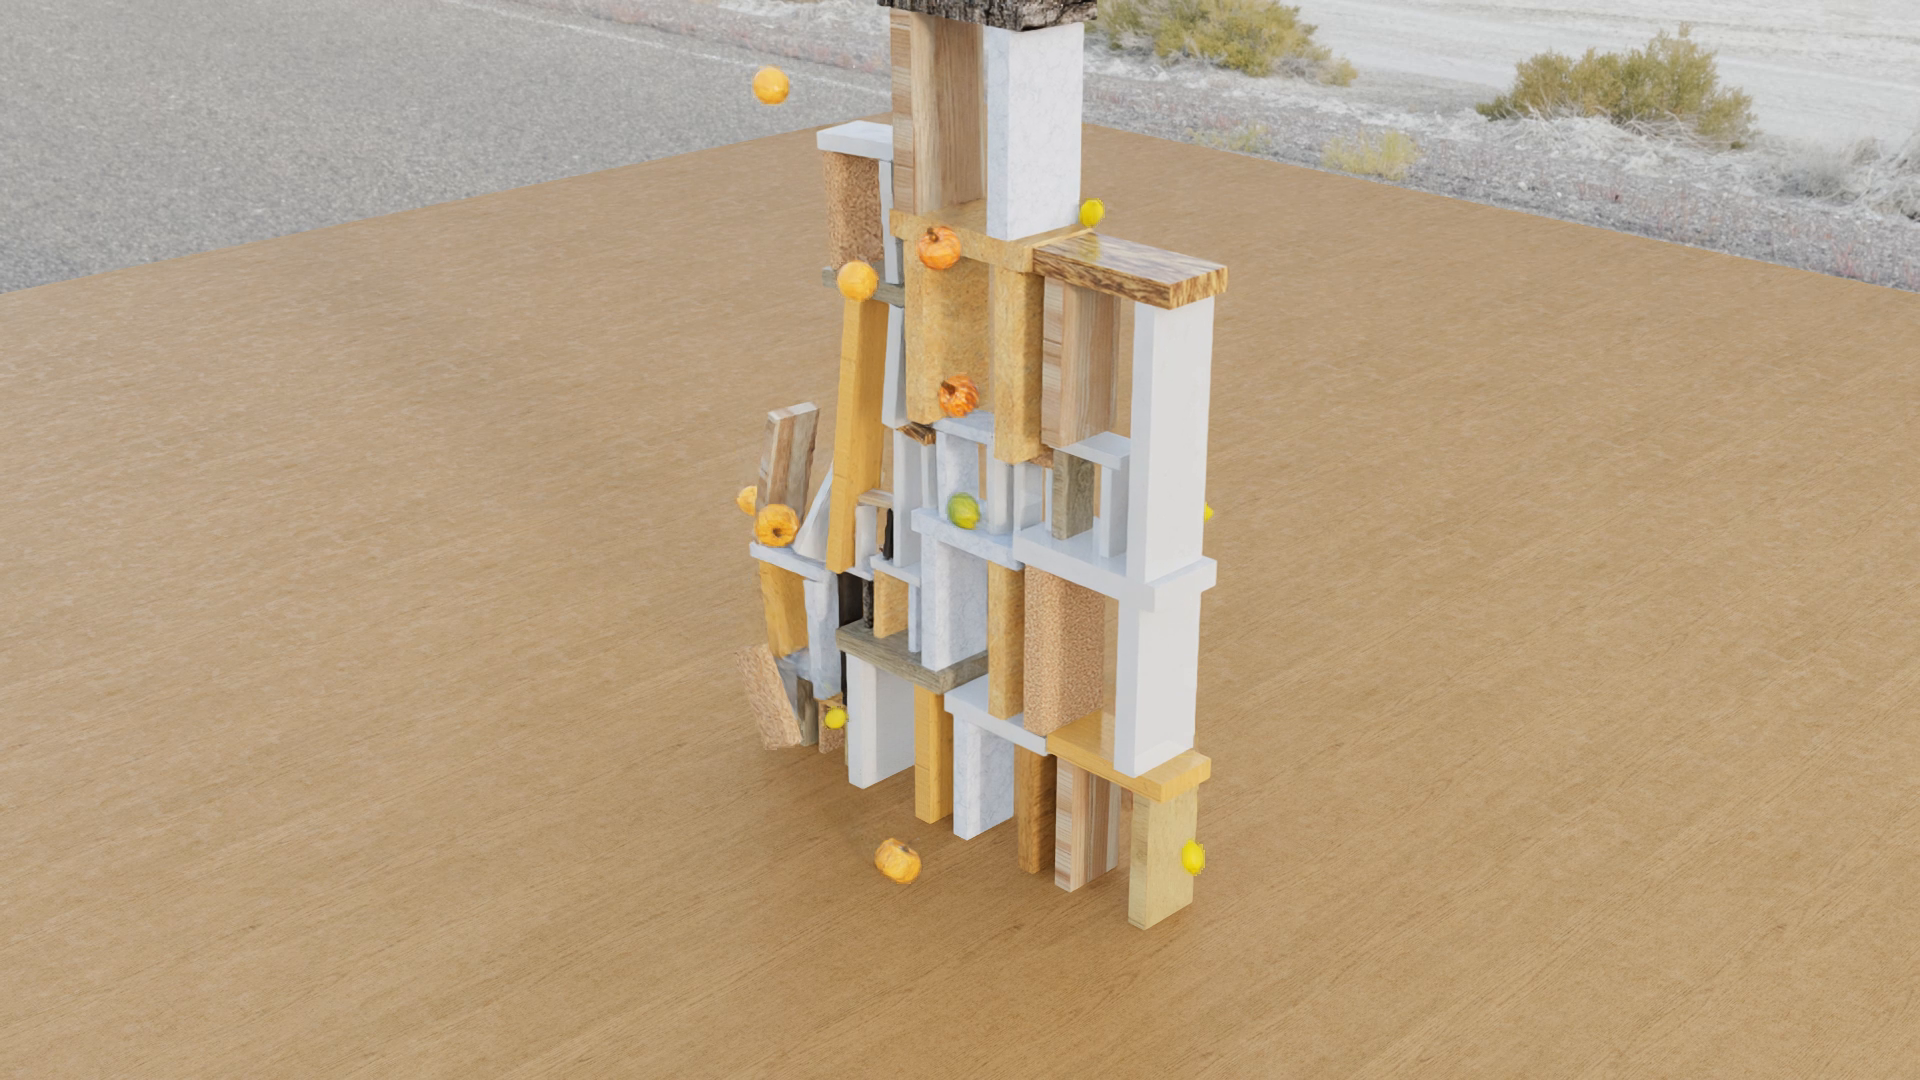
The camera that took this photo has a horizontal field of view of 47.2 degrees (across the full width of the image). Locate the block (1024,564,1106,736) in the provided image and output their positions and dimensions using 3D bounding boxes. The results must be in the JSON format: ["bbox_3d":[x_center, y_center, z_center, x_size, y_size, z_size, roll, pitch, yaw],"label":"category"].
[{"bbox_3d":[0.195,0.181,4.090,0.168,0.337,0.048,-21,31,-40],"label":"block"}]

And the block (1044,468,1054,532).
[{"bbox_3d":[0.183,-0.081,4.000,0.060,0.120,0.017,-18,29,-37],"label":"block"}]

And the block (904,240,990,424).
[{"bbox_3d":[-0.023,-0.401,4.073,0.171,0.342,0.048,-21,30,-40],"label":"block"}]

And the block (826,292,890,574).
[{"bbox_3d":[-0.195,-0.220,4.321,0.035,0.594,0.122,21,31,27],"label":"block"}]

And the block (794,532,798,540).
[{"bbox_3d":[-0.316,0.004,4.614,0.045,0.013,0.091,-6,24,-15],"label":"block"}]

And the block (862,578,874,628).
[{"bbox_3d":[-0.170,0.120,4.460,0.016,0.110,0.055,21,32,40],"label":"block"}]

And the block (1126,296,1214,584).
[{"bbox_3d":[0.358,-0.179,3.750,0.152,0.497,0.043,-21,31,-40],"label":"block"}]

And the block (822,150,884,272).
[{"bbox_3d":[-0.199,-0.633,4.155,0.113,0.227,0.032,-22,29,-38],"label":"block"}]

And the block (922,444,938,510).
[{"bbox_3d":[-0.039,-0.132,4.203,0.069,0.138,0.020,-17,27,-33],"label":"block"}]

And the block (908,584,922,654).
[{"bbox_3d":[-0.068,0.144,4.356,0.073,0.147,0.021,-20,31,-39],"label":"block"}]

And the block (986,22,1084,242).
[{"bbox_3d":[0.129,-0.709,3.776,0.180,0.360,0.051,-21,31,-40],"label":"block"}]

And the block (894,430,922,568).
[{"bbox_3d":[-0.098,-0.090,4.296,0.069,0.289,0.020,-20,31,-40],"label":"block"}]

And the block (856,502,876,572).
[{"bbox_3d":[-0.189,-0.012,4.408,0.014,0.143,0.050,18,30,30],"label":"block"}]

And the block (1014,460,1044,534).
[{"bbox_3d":[0.126,-0.084,4.061,0.060,0.161,0.017,-21,31,-41],"label":"block"}]

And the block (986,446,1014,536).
[{"bbox_3d":[0.091,-0.101,4.086,0.086,0.172,0.024,-17,27,-35],"label":"block"}]

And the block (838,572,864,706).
[{"bbox_3d":[-0.223,0.194,4.546,0.055,0.313,0.016,-22,31,-40],"label":"block"}]

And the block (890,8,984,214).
[{"bbox_3d":[-0.039,-0.779,3.939,0.180,0.360,0.051,-21,30,-41],"label":"block"}]

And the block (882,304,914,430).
[{"bbox_3d":[-0.086,-0.341,4.153,0.035,0.244,0.122,27,35,36],"label":"block"}]

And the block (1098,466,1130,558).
[{"bbox_3d":[0.285,-0.059,3.886,0.085,0.169,0.024,-21,31,-40],"label":"block"}]

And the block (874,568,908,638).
[{"bbox_3d":[-0.138,0.118,4.417,0.073,0.147,0.021,-20,31,-39],"label":"block"}]

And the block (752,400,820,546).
[{"bbox_3d":[-0.362,-0.136,4.556,0.108,0.320,0.031,-18,45,-34],"label":"block"}]

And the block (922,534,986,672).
[{"bbox_3d":[-0.011,0.103,4.285,0.040,0.279,0.140,21,31,40],"label":"block"}]

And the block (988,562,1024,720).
[{"bbox_3d":[0.118,0.173,4.169,0.139,0.317,0.040,-20,30,-39],"label":"block"}]

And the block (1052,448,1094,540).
[{"bbox_3d":[0.205,-0.092,3.963,0.024,0.169,0.085,21,31,41],"label":"block"}]

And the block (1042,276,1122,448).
[{"bbox_3d":[0.212,-0.326,3.848,0.043,0.304,0.152,22,31,40],"label":"block"}]

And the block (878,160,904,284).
[{"bbox_3d":[-0.092,-0.596,4.056,0.032,0.227,0.113,17,30,40],"label":"block"}]

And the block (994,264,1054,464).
[{"bbox_3d":[0.138,-0.331,3.931,0.048,0.360,0.171,21,31,41],"label":"block"}]

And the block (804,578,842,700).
[{"bbox_3d":[-0.268,0.193,4.607,0.031,0.265,0.109,12,25,38],"label":"block"}]

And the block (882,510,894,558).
[{"bbox_3d":[-0.125,-0.017,4.360,0.014,0.101,0.050,25,29,36],"label":"block"}]

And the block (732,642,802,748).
[{"bbox_3d":[-0.402,0.325,4.588,0.031,0.216,0.108,-22,5,-33],"label":"block"}]

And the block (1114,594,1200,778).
[{"bbox_3d":[0.354,0.243,3.945,0.048,0.337,0.168,21,31,40],"label":"block"}]

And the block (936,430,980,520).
[{"bbox_3d":[-0.004,-0.133,4.160,0.024,0.172,0.086,18,29,42],"label":"block"}]
